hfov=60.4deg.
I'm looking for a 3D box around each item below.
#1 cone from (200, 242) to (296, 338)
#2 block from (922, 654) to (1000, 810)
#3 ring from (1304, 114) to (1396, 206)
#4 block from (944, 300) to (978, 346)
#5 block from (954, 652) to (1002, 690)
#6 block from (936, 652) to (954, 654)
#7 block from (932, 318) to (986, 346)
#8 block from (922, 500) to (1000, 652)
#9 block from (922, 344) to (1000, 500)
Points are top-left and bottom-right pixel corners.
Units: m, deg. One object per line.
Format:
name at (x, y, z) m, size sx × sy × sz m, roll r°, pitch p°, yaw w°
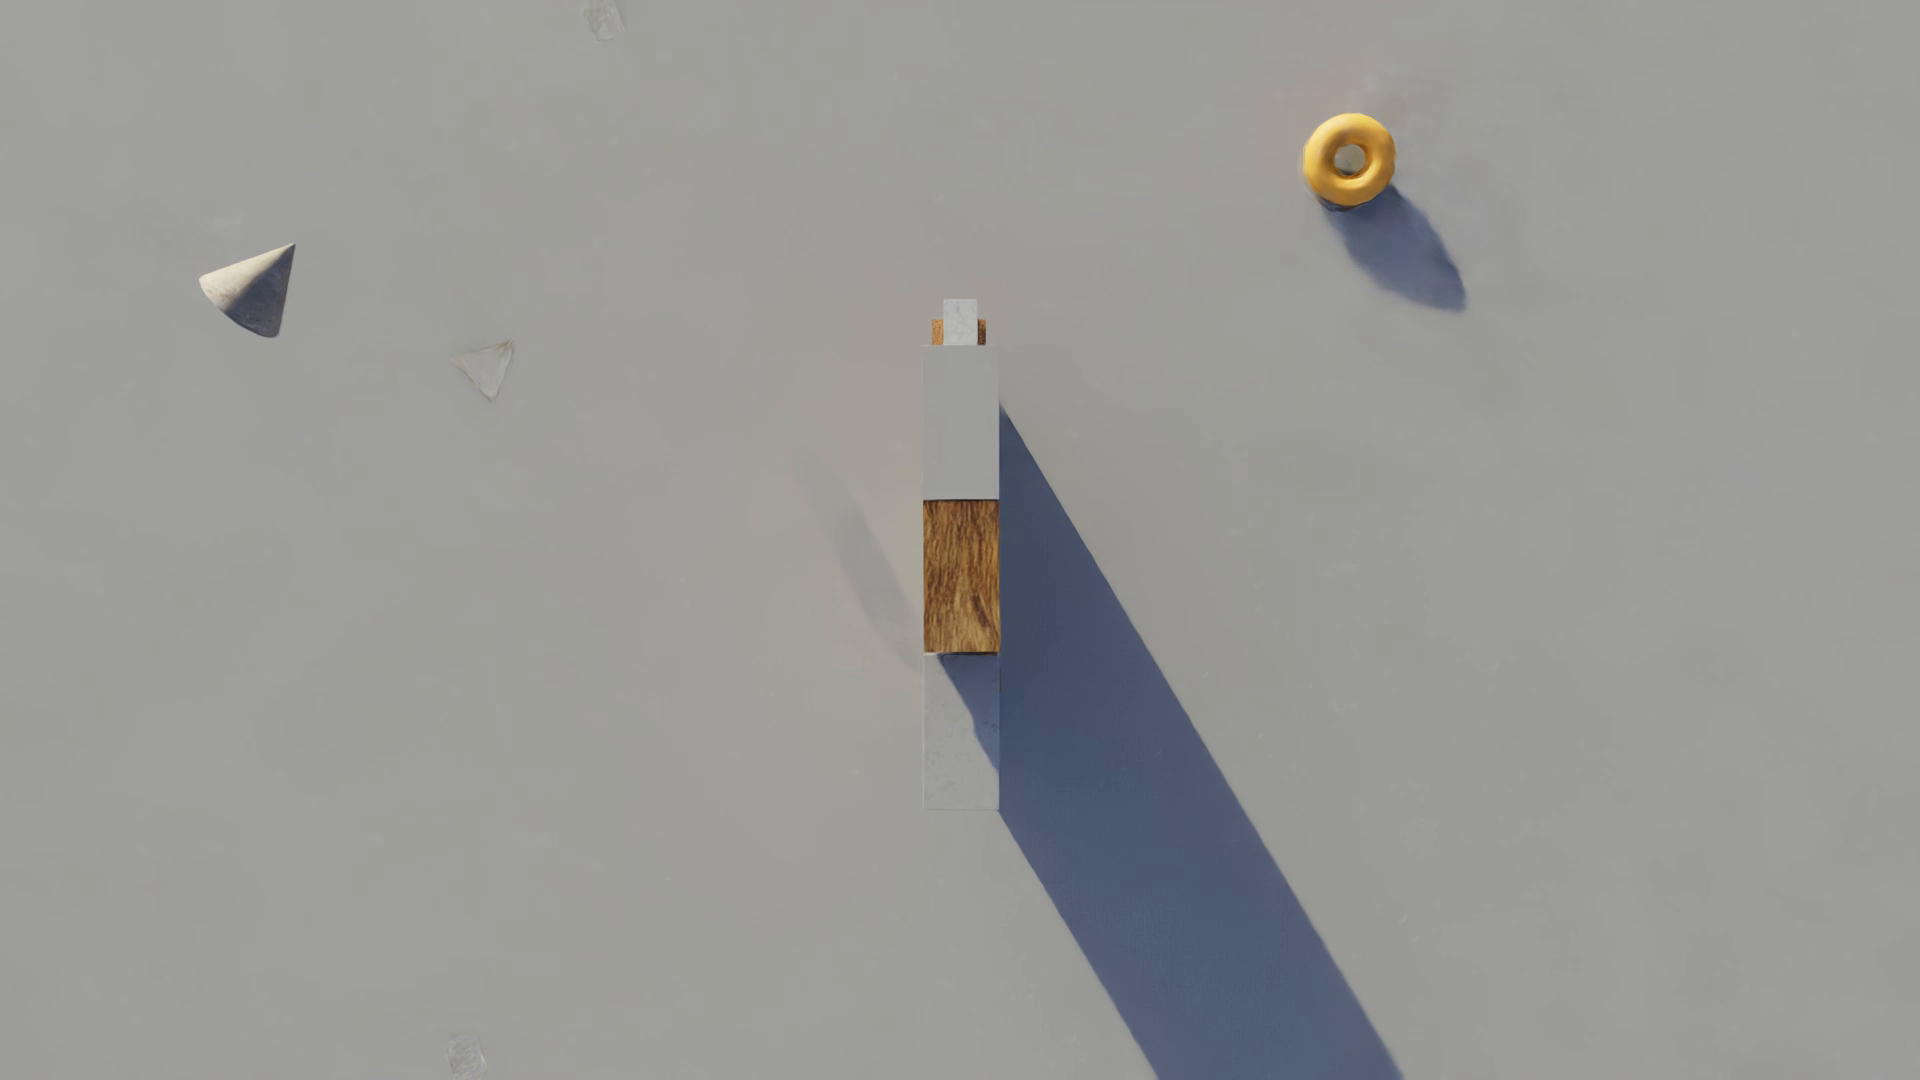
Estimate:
cone at (-1.858, -0.713, 4.426) m, size 0.239 × 0.239 × 0.239 m, roll -45°, pitch 90°, yaw 10°
block at (0.003, 0.446, 3.845) m, size 0.178 × 0.050 × 0.356 m, roll 0°, pitch 90°, yaw 0°
ring at (1.285, -1.253, 5.433) m, size 0.297 × 0.099 × 0.297 m, roll 2°, pitch 104°, yaw 7°
block at (0.002, -0.530, 4.247) m, size 0.087 × 0.025 × 0.175 m, roll 0°, pitch 90°, yaw 0°
block at (0.007, 0.323, 4.049) m, size 0.178 × 0.356 × 0.050 m, roll -2°, pitch 93°, yaw 0°
block at (0.002, 0.177, 4.245) m, size 0.125 × 0.035 × 0.250 m, roll 0°, pitch 90°, yaw 0°
block at (-0.003, -0.449, 4.455) m, size 0.145 × 0.041 × 0.291 m, roll 0°, pitch 90°, yaw 0°
block at (0.004, 0.081, 3.744) m, size 0.172 × 0.049 × 0.344 m, roll -1°, pitch 90°, yaw 0°
block at (0.002, -0.265, 3.741) m, size 0.174 × 0.049 × 0.347 m, roll 0°, pitch 90°, yaw 0°
